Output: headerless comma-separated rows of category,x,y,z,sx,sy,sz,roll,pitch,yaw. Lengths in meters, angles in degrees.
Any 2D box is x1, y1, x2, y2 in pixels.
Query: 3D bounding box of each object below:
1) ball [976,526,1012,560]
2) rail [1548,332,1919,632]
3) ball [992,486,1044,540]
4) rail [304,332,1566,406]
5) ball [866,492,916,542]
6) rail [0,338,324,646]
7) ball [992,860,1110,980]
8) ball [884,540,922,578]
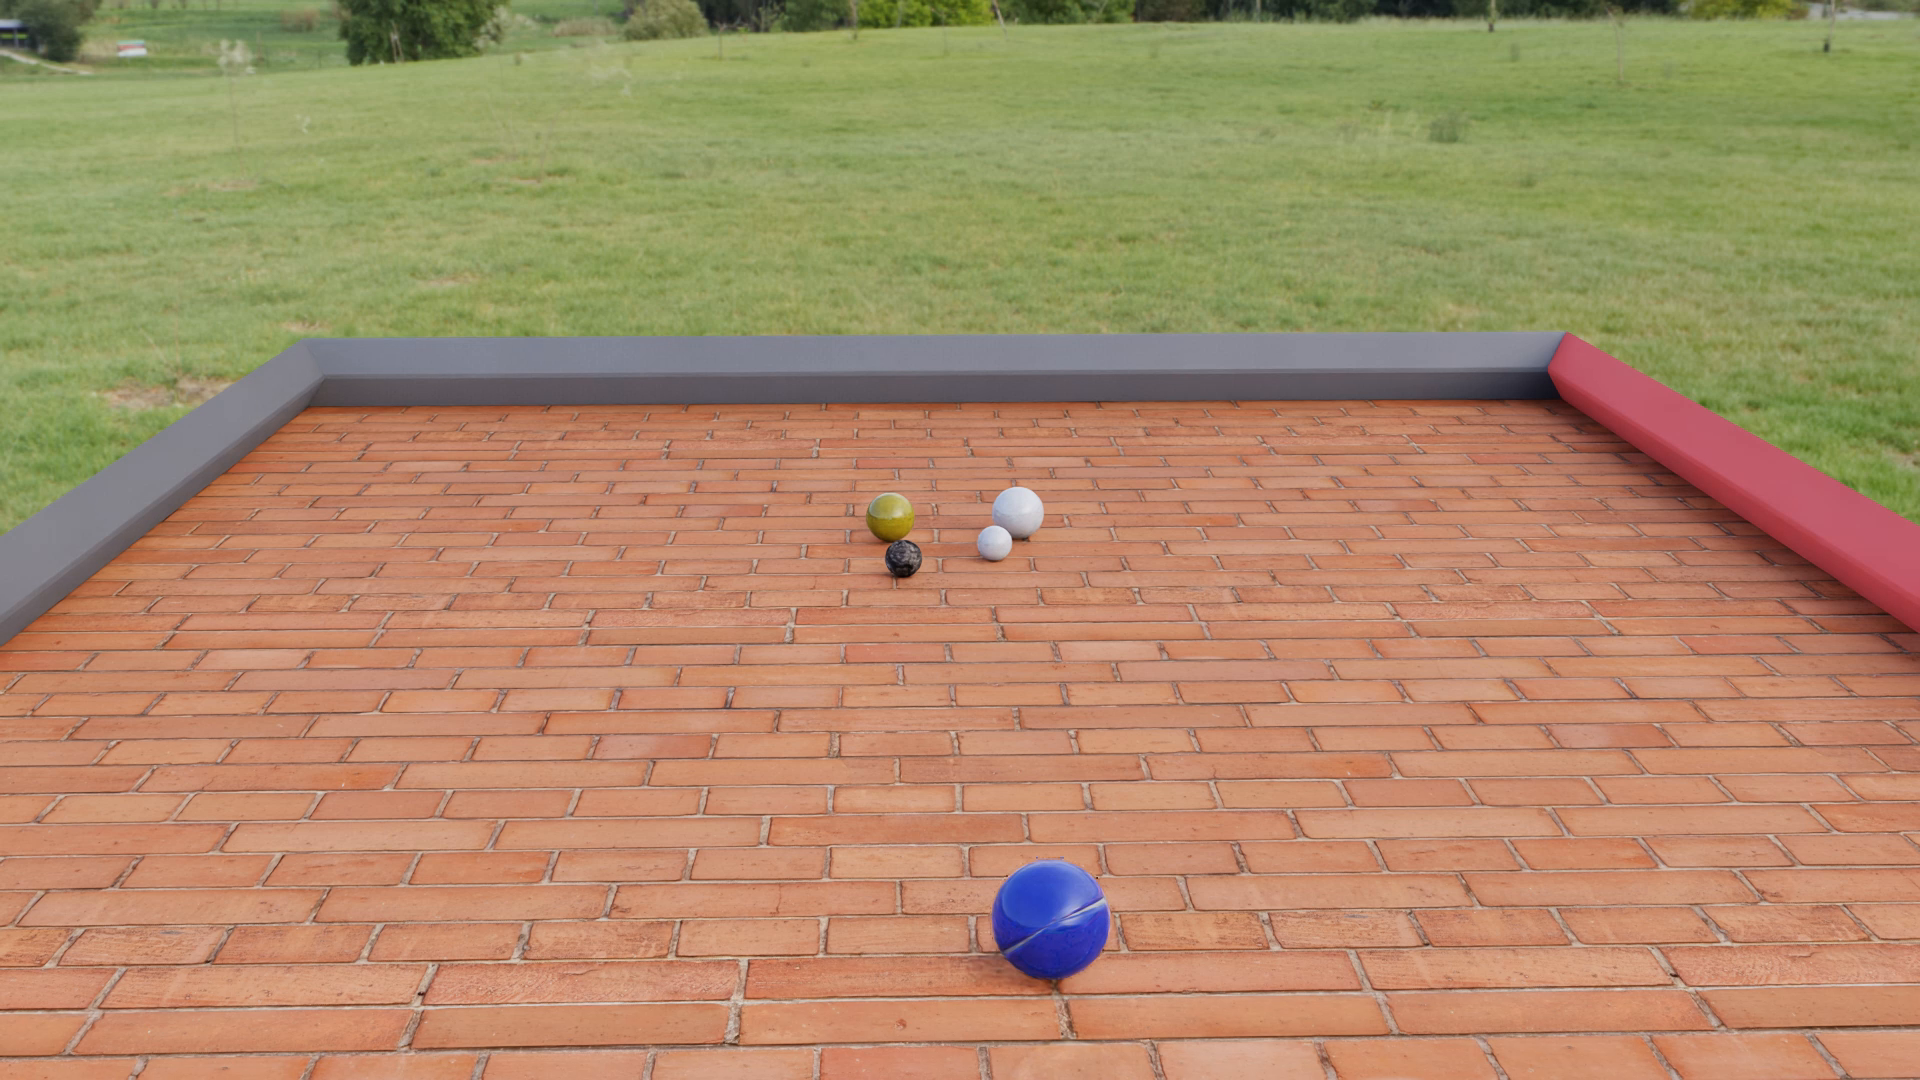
ball,0.047,0.004,2.974,0.048,0.048,0.048,0,15,0
rail,1.163,0.240,1.936,0.045,0.124,4.384,0,15,-2
ball,0.081,-0.038,3.084,0.074,0.074,0.074,0,15,0
rail,-0.035,-0.307,3.995,2.303,0.124,0.045,0,15,-2
ball,-0.097,-0.032,3.070,0.069,0.069,0.069,0,15,0
rail,-1.092,0.259,1.865,0.045,0.124,4.384,0,15,-2
ball,0.073,0.303,1.758,0.095,0.095,0.095,0,15,0
ball,-0.074,0.024,2.897,0.049,0.049,0.049,0,15,0
